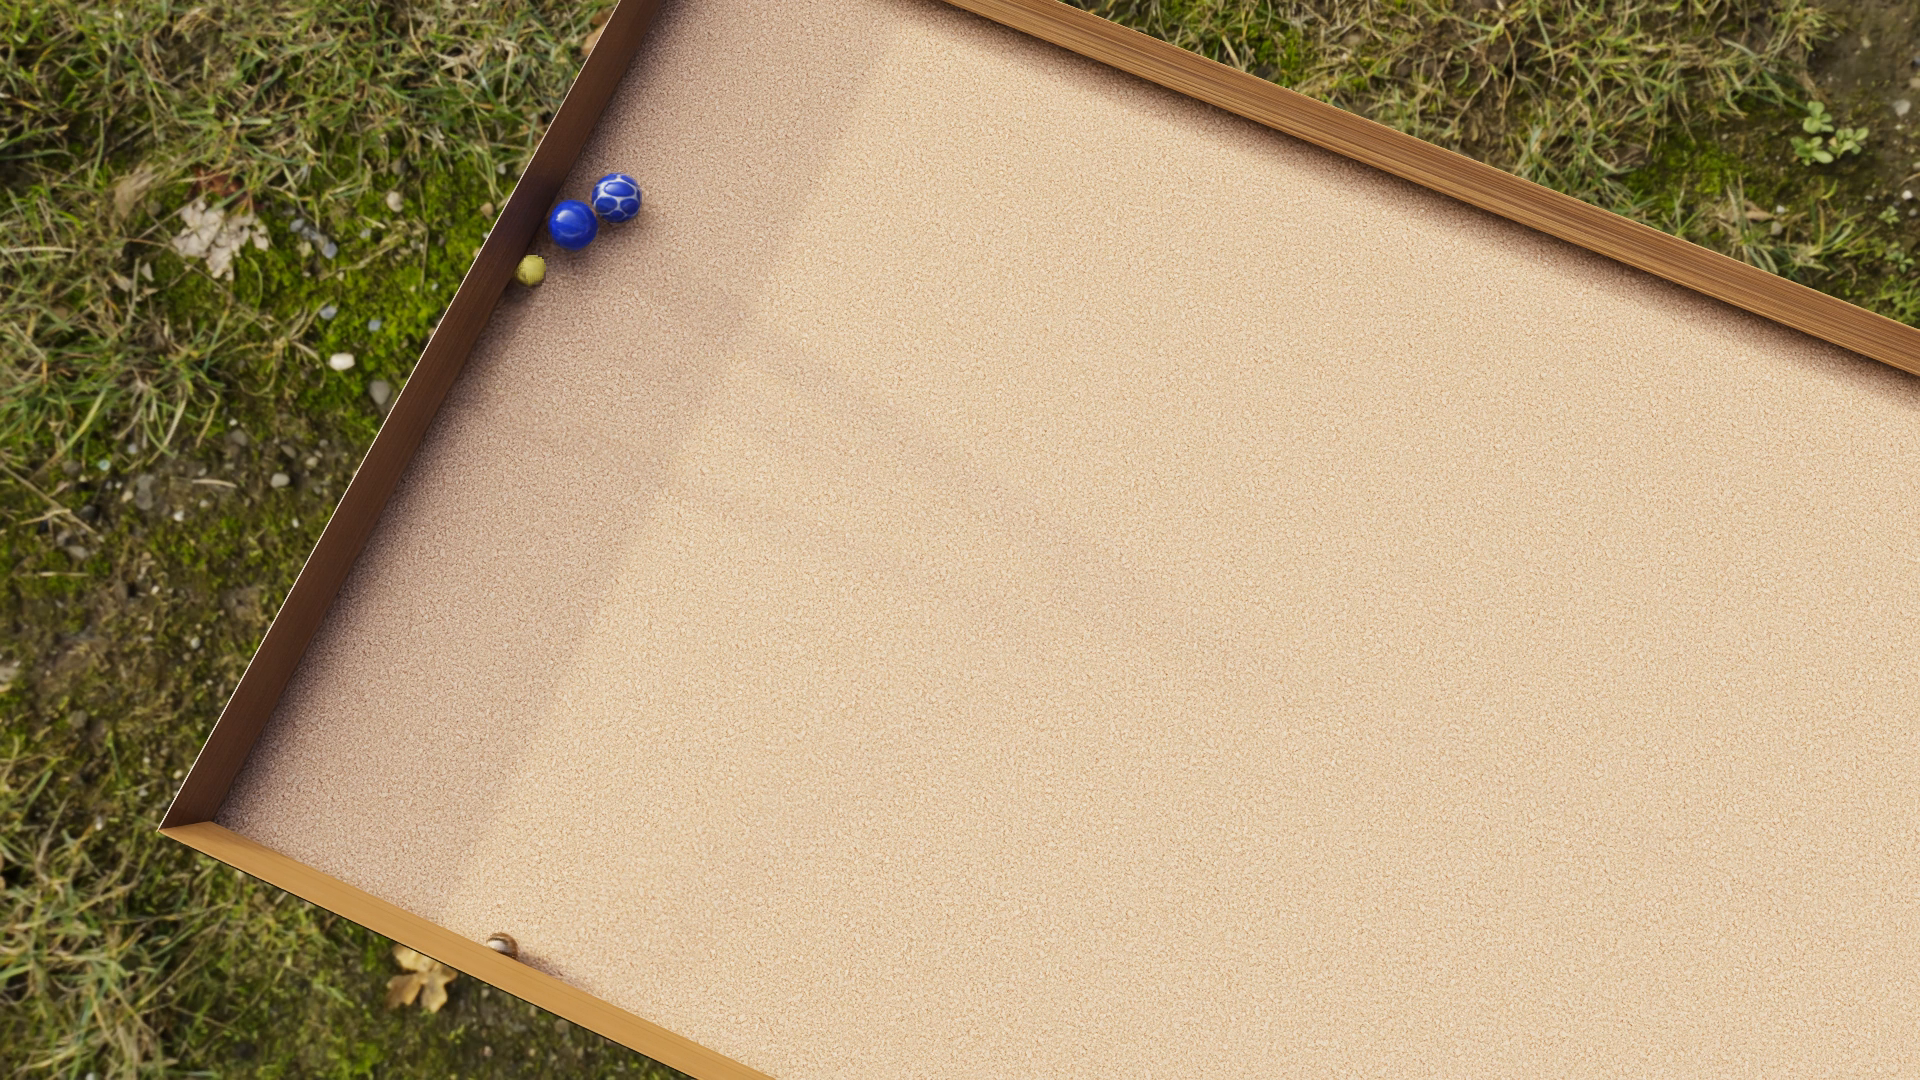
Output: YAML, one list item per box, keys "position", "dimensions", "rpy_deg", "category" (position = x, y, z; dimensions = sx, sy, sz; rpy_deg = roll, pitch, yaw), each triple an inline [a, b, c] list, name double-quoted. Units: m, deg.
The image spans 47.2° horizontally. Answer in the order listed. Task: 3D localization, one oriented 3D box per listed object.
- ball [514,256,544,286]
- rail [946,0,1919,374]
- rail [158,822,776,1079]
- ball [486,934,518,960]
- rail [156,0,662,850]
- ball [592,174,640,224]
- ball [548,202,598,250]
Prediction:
- position: [-0.696, -0.435, 3.556]
  dimensions: [0.048, 0.048, 0.048]
  rpy_deg: [0, 72, 0]
  category: "ball"
- position: [1.157, -0.432, 3.526]
  dimensions: [3.520, 0.103, 0.045]
  rpy_deg: [23, 73, 7]
  category: "rail"
- position: [0.454, 1.090, 3.028]
  dimensions: [3.520, 0.103, 0.045]
  rpy_deg: [23, 73, 7]
  category: "rail"
- position: [-0.670, 0.599, 3.219]
  dimensions: [0.046, 0.046, 0.046]
  rpy_deg: [0, 72, 0]
  category: "ball"
- position: [-0.784, -0.335, 3.494]
  dimensions: [0.045, 0.103, 1.797]
  rpy_deg: [23, 73, 7]
  category: "rail"
- position: [-0.560, -0.556, 3.579]
  dimensions: [0.079, 0.079, 0.079]
  rpy_deg: [0, 72, 0]
  category: "ball"
- position: [-0.628, -0.509, 3.564]
  dimensions: [0.079, 0.079, 0.079]
  rpy_deg: [0, 72, 0]
  category: "ball"
